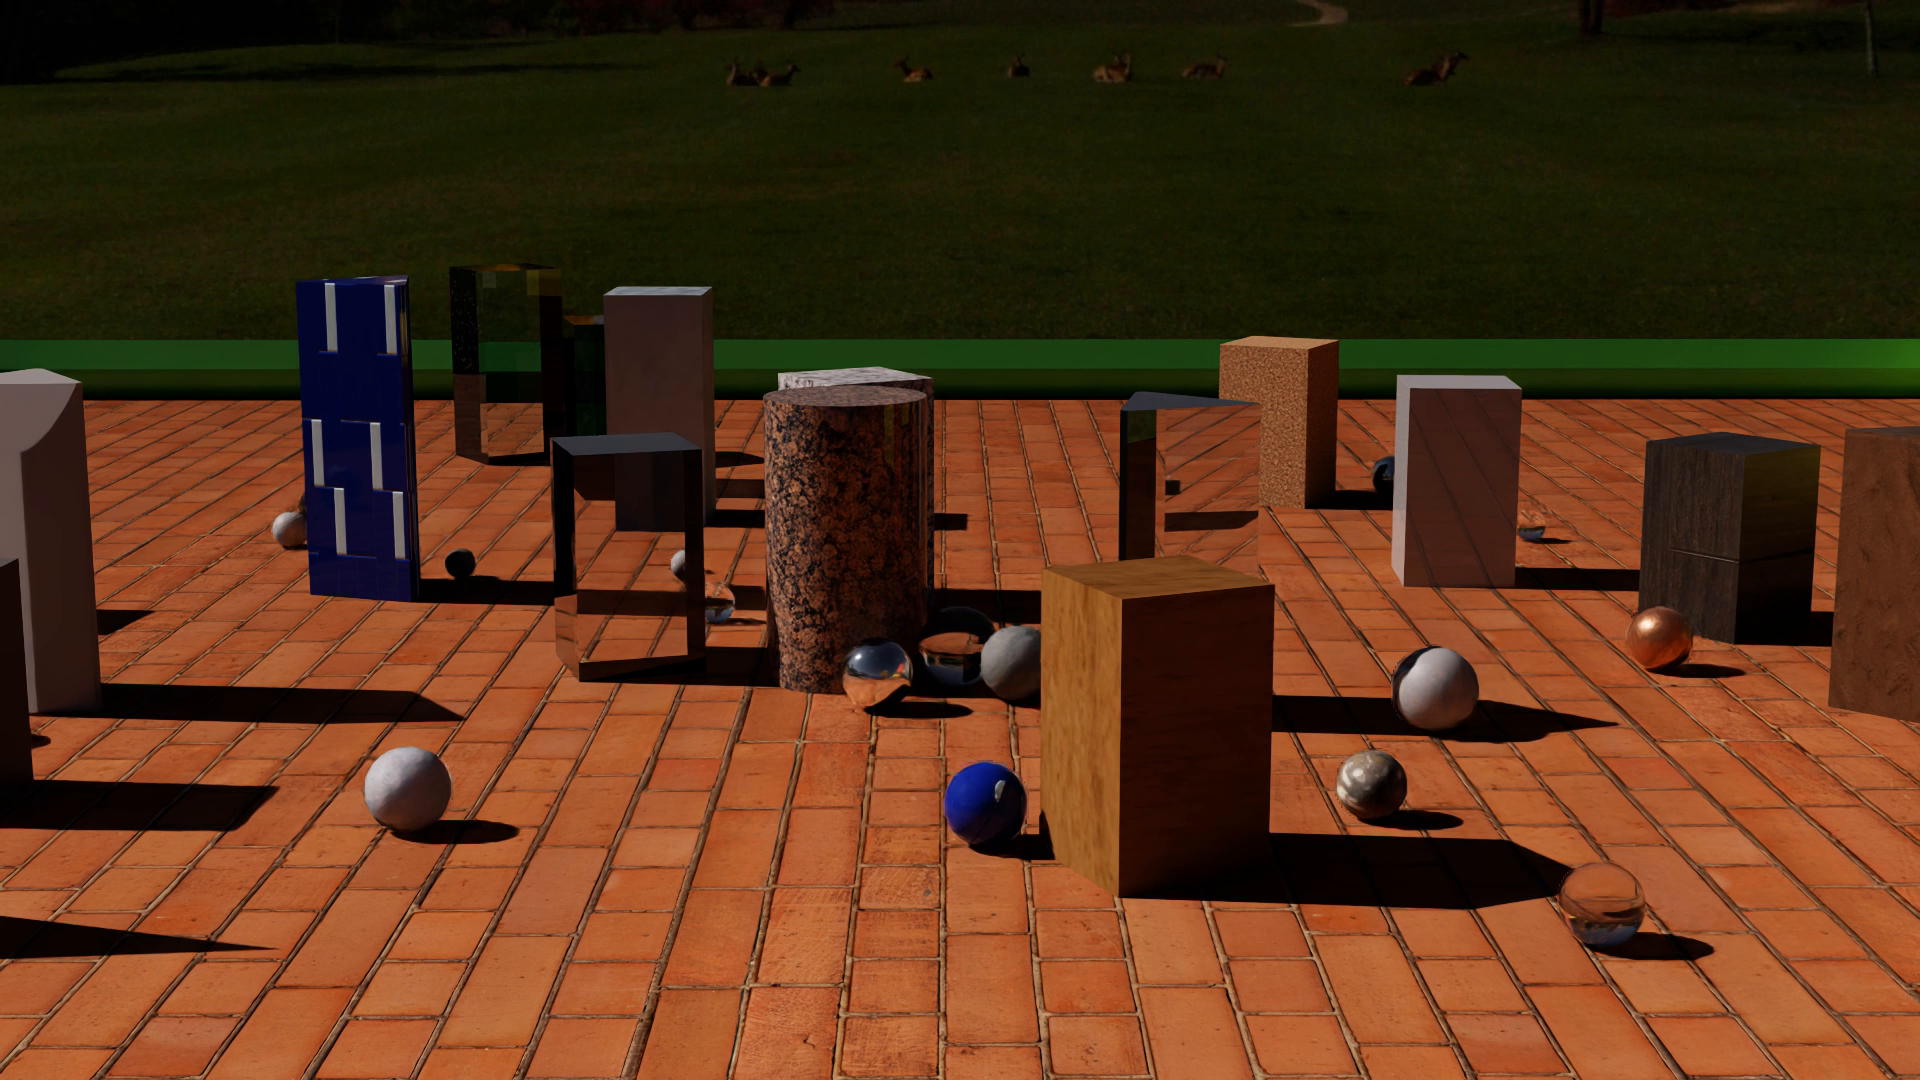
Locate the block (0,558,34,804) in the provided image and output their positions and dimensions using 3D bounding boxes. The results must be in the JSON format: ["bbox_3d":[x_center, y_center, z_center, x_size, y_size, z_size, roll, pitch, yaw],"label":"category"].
[{"bbox_3d":[-1.034,0.146,2.549,0.155,0.232,0.155,0,11,1],"label":"block"}]

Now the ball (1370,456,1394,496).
[{"bbox_3d":[0.735,-0.109,4.368,0.069,0.069,0.069,0,11,0],"label":"ball"}]

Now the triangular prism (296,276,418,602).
[{"bbox_3d":[-0.801,-0.146,3.568,0.167,0.434,0.145,4,11,19],"label":"triangular prism"}]

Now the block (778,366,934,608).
[{"bbox_3d":[-0.141,-0.068,3.481,0.155,0.312,0.155,-6,12,-30],"label":"block"}]

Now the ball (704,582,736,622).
[{"bbox_3d":[-0.323,0.083,3.384,0.053,0.053,0.053,0,11,0],"label":"ball"}]

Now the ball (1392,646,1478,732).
[{"bbox_3d":[0.524,0.165,2.828,0.094,0.094,0.094,0,11,0],"label":"ball"}]

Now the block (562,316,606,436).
[{"bbox_3d":[-0.598,-0.237,4.450,0.155,0.292,0.155,-3,11,-16],"label":"block"}]

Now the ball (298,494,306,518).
[{"bbox_3d":[-0.988,-0.048,3.997,0.085,0.085,0.085,0,11,0],"label":"ball"}]

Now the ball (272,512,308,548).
[{"bbox_3d":[-1.020,-0.016,3.908,0.055,0.055,0.055,0,11,0],"label":"ball"}]

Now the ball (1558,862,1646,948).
[{"bbox_3d":[0.536,0.304,2.142,0.071,0.071,0.071,0,11,0],"label":"ball"}]

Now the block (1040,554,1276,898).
[{"bbox_3d":[0.178,0.165,2.344,0.155,0.270,0.155,-5,12,-24],"label":"block"}]

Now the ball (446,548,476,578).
[{"bbox_3d":[-0.715,0.033,3.675,0.044,0.044,0.044,0,11,0],"label":"ball"}]

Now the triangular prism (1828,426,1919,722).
[{"bbox_3d":[1.107,0.034,2.911,0.145,0.320,0.167,-10,15,-44],"label":"triangular prism"}]

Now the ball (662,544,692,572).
[{"bbox_3d":[-0.410,0.026,3.715,0.043,0.043,0.043,0,11,0],"label":"ball"}]

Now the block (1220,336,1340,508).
[{"bbox_3d":[0.537,-0.201,4.326,0.155,0.266,0.155,5,12,27],"label":"block"}]

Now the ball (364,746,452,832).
[{"bbox_3d":[-0.530,0.239,2.460,0.082,0.082,0.082,0,11,0],"label":"ball"}]

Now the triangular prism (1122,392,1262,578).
[{"bbox_3d":[0.231,0.016,2.913,0.167,0.355,0.145,-4,11,-20],"label":"triangular prism"}]

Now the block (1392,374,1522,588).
[{"bbox_3d":[0.707,-0.086,3.663,0.155,0.282,0.155,1,11,3],"label":"block"}]

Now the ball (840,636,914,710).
[{"bbox_3d":[-0.095,0.152,2.924,0.084,0.084,0.084,0,11,0],"label":"ball"}]

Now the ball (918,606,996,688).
[{"bbox_3d":[-0.001,0.126,3.031,0.096,0.096,0.096,0,11,0],"label":"ball"}]

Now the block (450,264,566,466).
[{"bbox_3d":[-0.843,-0.330,4.781,0.155,0.354,0.155,-7,13,-33],"label":"block"}]

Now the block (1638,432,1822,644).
[{"bbox_3d":[1.001,-0.006,3.342,0.155,0.243,0.155,-8,13,-35],"label":"block"}]

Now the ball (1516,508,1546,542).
[{"bbox_3d":[0.880,-0.023,3.960,0.051,0.051,0.051,0,11,0],"label":"ball"}]

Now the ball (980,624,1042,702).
[{"bbox_3d":[0.067,0.142,2.965,0.089,0.089,0.089,0,11,0],"label":"ball"}]

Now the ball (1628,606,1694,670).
[{"bbox_3d":[0.850,0.120,3.114,0.078,0.078,0.078,0,11,0],"label":"ball"}]

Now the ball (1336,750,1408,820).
[{"bbox_3d":[0.402,0.239,2.501,0.068,0.068,0.068,0,11,0],"label":"ball"}]

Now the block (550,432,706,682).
[{"bbox_3d":[-0.406,0.017,3.131,0.155,0.273,0.155,-4,11,-19],"label":"block"}]

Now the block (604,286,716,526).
[{"bbox_3d":[-0.482,-0.218,4.140,0.155,0.368,0.155,0,11,1],"label":"block"}]

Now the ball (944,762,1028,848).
[{"bbox_3d":[0.024,0.249,2.414,0.080,0.080,0.080,0,11,0],"label":"ball"}]

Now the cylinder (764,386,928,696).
[{"bbox_3d":[-0.136,-0.004,3.061,0.193,0.340,0.193,0,11,0],"label":"cylinder"}]

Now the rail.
[{"bbox_3d":[-0.013,-0.375,5.642,4.353,0.126,0.045,0,11,0],"label":"rail"}]

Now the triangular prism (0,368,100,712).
[{"bbox_3d":[-1.070,-0.002,2.956,0.167,0.376,0.145,-1,11,-4],"label":"triangular prism"}]
